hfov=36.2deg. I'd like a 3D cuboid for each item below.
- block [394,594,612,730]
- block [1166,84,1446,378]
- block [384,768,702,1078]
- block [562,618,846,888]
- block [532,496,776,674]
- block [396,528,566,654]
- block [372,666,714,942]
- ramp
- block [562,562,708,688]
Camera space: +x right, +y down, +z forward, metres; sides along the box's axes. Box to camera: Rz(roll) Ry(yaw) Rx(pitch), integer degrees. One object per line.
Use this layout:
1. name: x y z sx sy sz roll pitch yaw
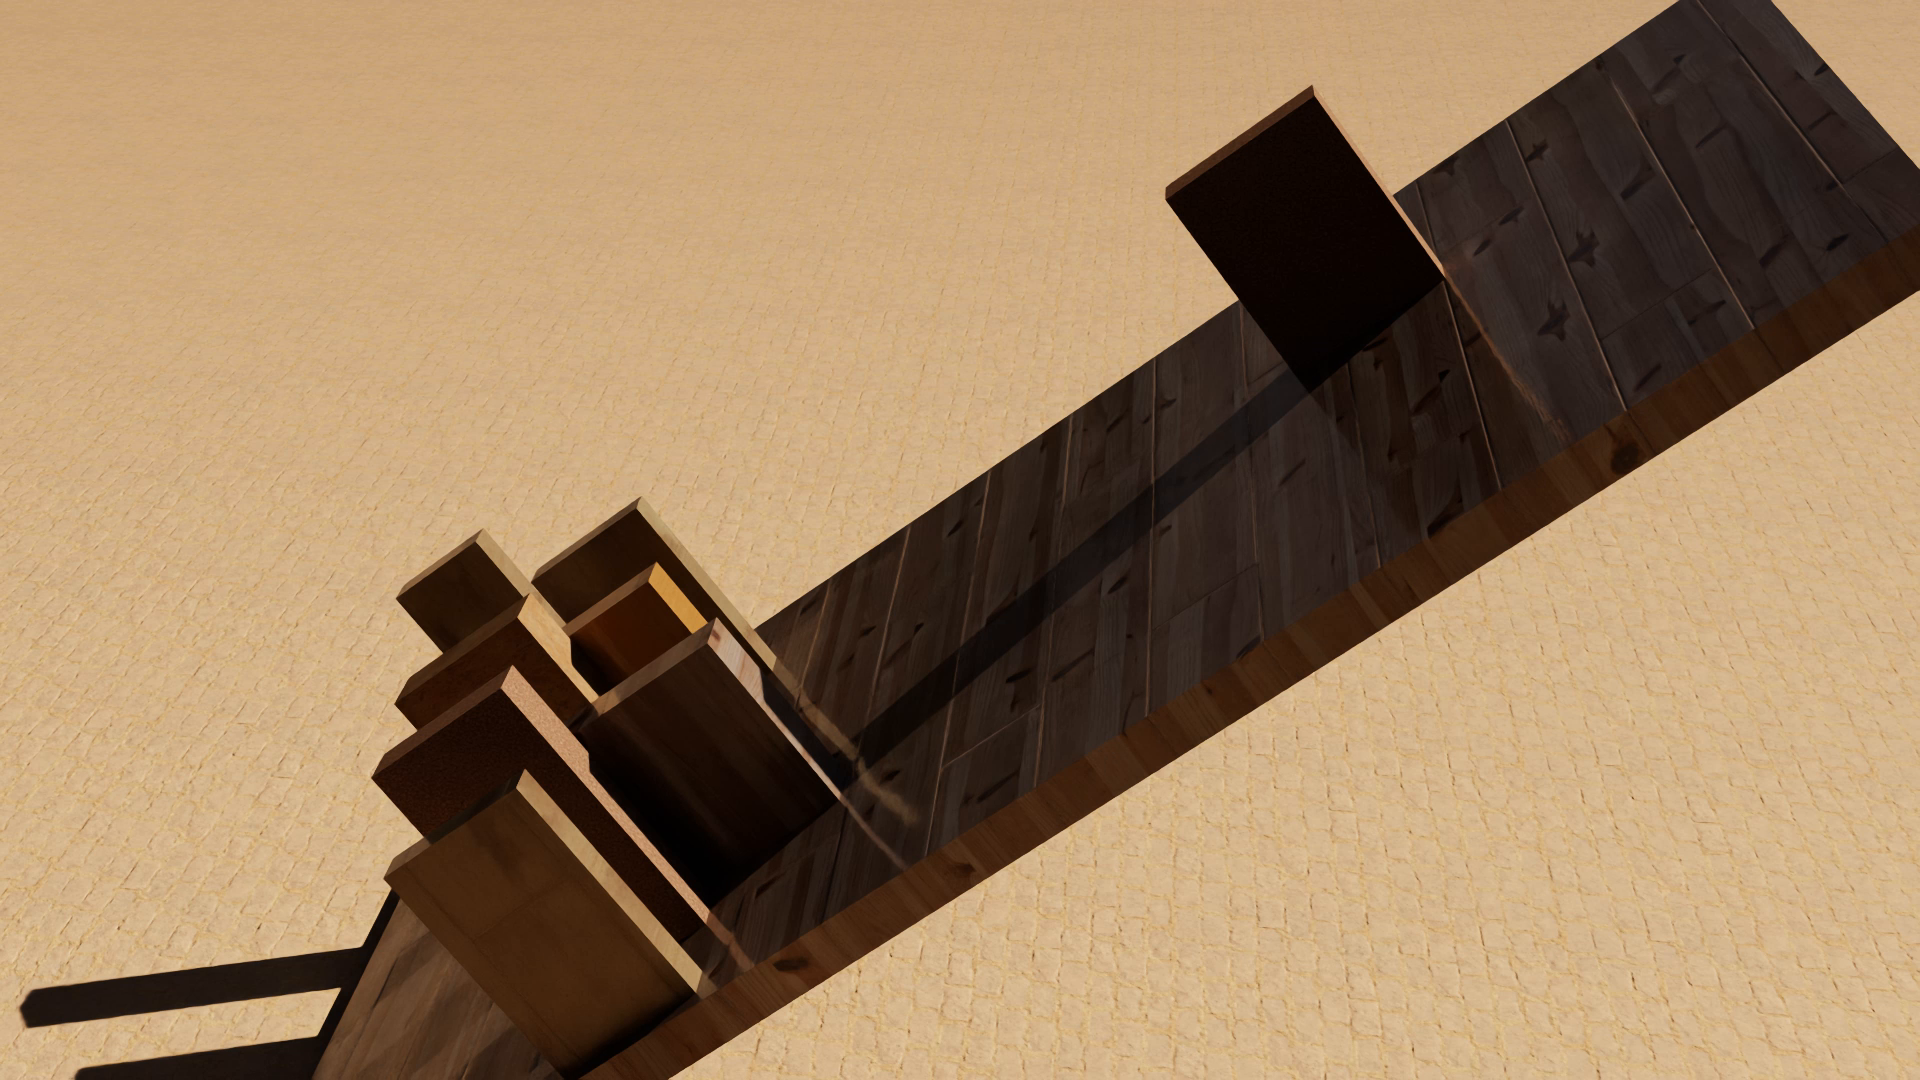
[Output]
1. block: -0.889 0.468 6.441 0.353 0.623 0.134 -34 16 16
2. block: 0.728 -0.650 6.217 0.377 0.483 0.100 -34 16 16
3. block: -0.796 0.738 5.633 0.335 0.536 0.080 -34 16 16
4. block: -0.537 0.455 6.046 0.417 0.430 0.128 -34 16 16
5. block: -0.734 0.193 7.068 0.329 0.518 0.080 -34 16 16
6. block: -1.106 0.296 7.403 0.266 0.631 0.089 -34 16 16
7. block: -0.835 0.600 5.915 0.342 0.639 0.107 -34 16 16
8. ramp: 0.130 0.178 6.320 4.000 0.100 2.000 -34 16 16
9. block: -0.662 0.347 6.520 0.351 0.491 0.110 -34 16 16
